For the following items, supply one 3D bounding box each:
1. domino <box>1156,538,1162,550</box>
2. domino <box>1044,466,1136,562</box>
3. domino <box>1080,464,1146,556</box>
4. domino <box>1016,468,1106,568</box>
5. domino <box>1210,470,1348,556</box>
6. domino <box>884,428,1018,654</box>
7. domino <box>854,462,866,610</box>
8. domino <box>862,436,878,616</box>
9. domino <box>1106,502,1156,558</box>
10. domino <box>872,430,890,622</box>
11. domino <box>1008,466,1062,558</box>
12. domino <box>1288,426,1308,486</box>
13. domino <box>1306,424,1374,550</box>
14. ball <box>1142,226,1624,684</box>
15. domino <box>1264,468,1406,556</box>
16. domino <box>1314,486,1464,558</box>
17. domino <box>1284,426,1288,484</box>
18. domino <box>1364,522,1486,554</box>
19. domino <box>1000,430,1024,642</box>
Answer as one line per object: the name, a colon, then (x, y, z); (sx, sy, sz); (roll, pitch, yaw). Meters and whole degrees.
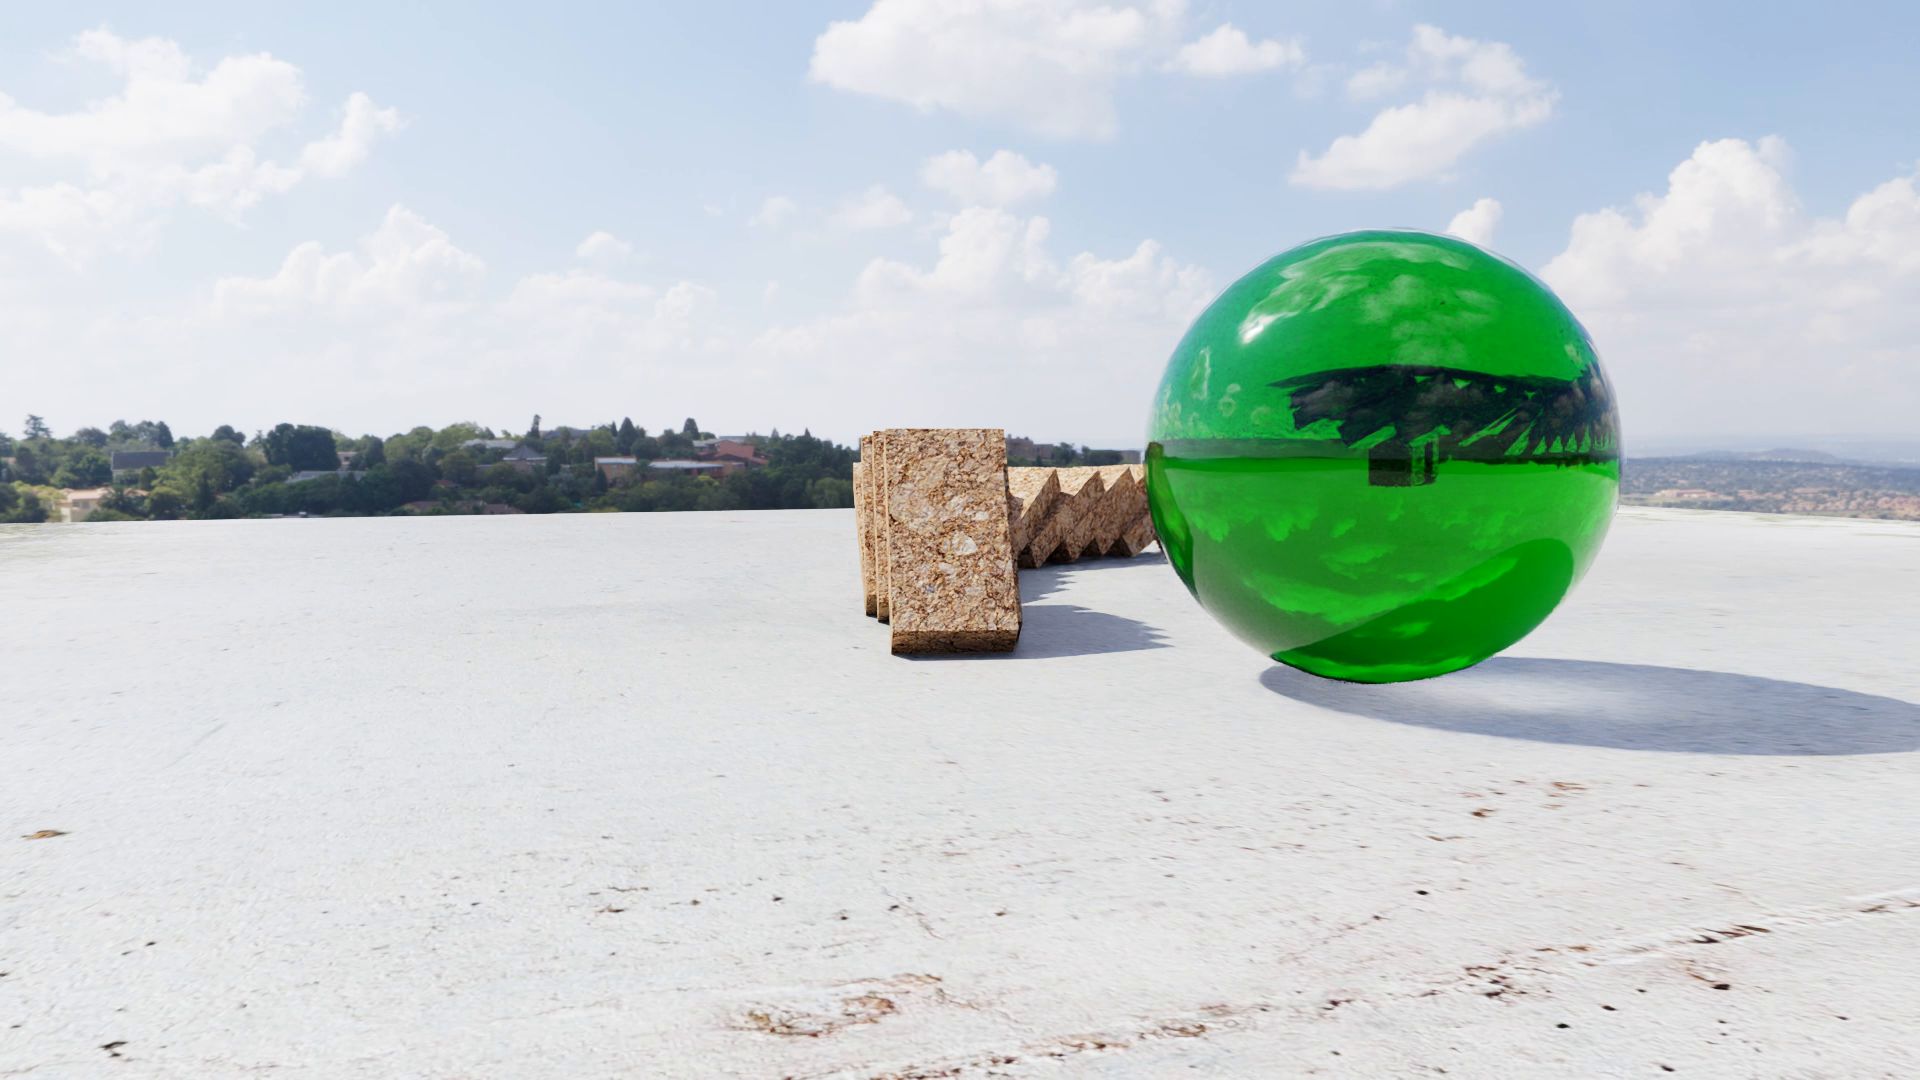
domino: (0.099, -0.010, 0.491); (0.050, 0.009, 0.025); (-28, 5, 1)
domino: (0.042, -0.010, 0.473); (0.025, 0.010, 0.050); (1, 35, 39)
domino: (0.054, -0.012, 0.489); (0.025, 0.009, 0.050); (-1, 33, 41)
domino: (0.029, -0.009, 0.458); (0.025, 0.010, 0.050); (3, 36, 38)
domino: (0.120, -0.011, 0.490); (0.050, 0.009, 0.025); (-29, 4, 1)
domino: (-0.003, -0.001, 0.271); (0.025, 0.050, 0.010); (0, -32, -6)
domino: (-0.015, -0.002, 0.348); (0.025, 0.010, 0.050); (-2, 41, -7)
domino: (-0.012, -0.005, 0.330); (0.025, 0.050, 0.009); (0, -35, -6)
domino: (0.075, -0.012, 0.495); (0.050, 0.009, 0.025); (-38, 19, -21)
domino: (-0.008, -0.004, 0.318); (0.025, 0.050, 0.009); (0, -32, -6)
domino: (0.014, -0.008, 0.444); (0.025, 0.010, 0.050); (2, 36, 29)
domino: (0.150, -0.023, 0.535); (0.025, 0.050, 0.010); (-1, 4, -7)
domino: (0.154, -0.021, 0.520); (0.025, 0.050, 0.010); (-2, 5, -25)
ball: (0.073, -0.015, 0.228); (0.080, 0.080, 0.080); (0, 4, 0)
domino: (0.141, -0.011, 0.489); (0.050, 0.009, 0.025); (-29, 4, 0)
domino: (0.162, -0.007, 0.487); (0.050, 0.009, 0.025); (-20, 4, 2)
domino: (0.154, -0.024, 0.555); (0.025, 0.050, 0.009); (2, 5, 25)
domino: (0.185, -0.001, 0.518); (0.050, 0.009, 0.025); (-2, 5, -29)
domino: (-0.001, -0.002, 0.283); (0.025, 0.050, 0.009); (0, -32, -6)
